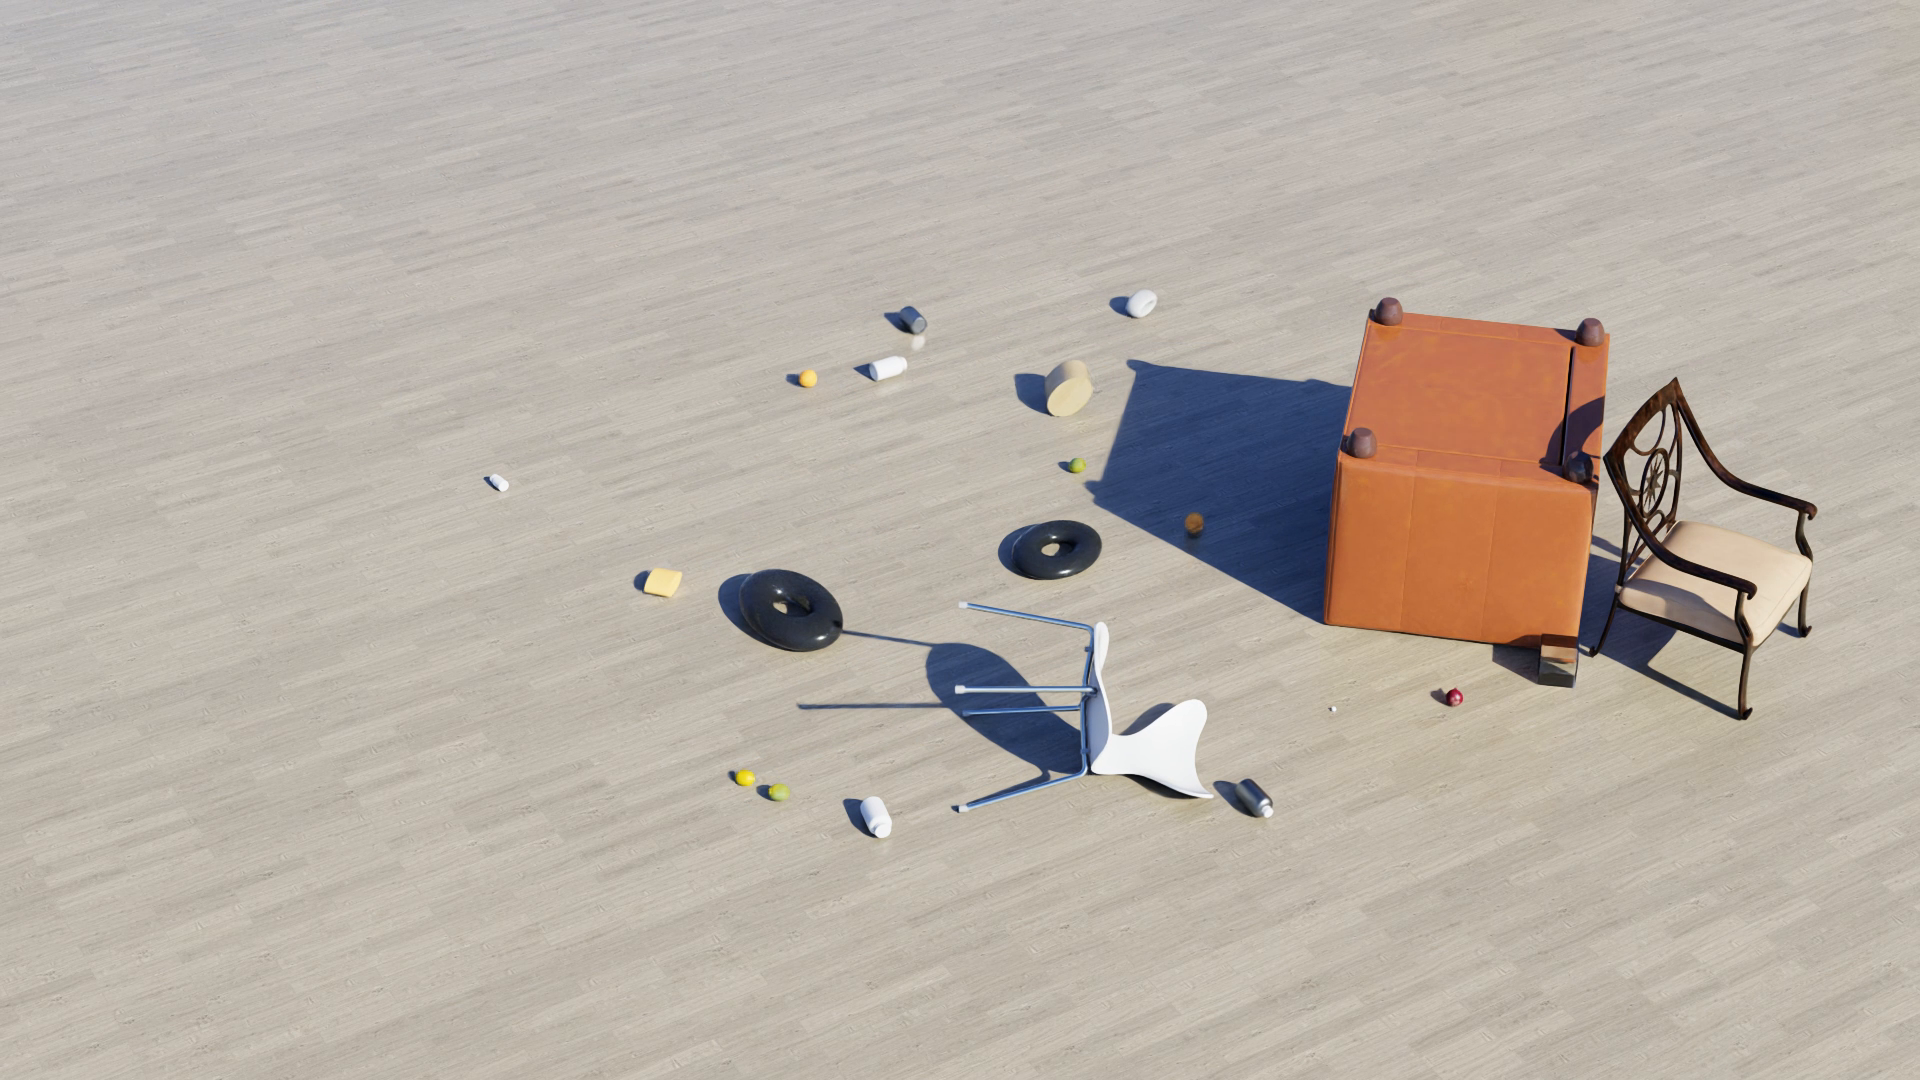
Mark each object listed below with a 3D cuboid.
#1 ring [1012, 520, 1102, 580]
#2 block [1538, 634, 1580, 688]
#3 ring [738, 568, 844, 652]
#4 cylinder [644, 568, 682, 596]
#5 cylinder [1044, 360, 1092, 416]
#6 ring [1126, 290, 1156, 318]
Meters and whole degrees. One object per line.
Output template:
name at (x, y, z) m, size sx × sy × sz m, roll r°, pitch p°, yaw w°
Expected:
ring at (0.358, 0.034, 10.833) m, size 0.314 × 0.066 × 0.389 m, roll 21°, pitch 38°, yaw 28°
block at (2.080, 0.420, 10.196) m, size 0.128 × 0.122 × 0.141 m, roll 6°, pitch 34°, yaw 9°
ring at (-0.604, 0.248, 10.472) m, size 0.324 × 0.109 × 0.506 m, roll -18°, pitch 37°, yaw -27°
cylinder at (-1.079, 0.152, 10.660) m, size 0.092 × 0.058 × 0.130 m, roll 11°, pitch 40°, yaw 16°
cylinder at (0.431, -0.606, 11.704) m, size 0.143 × 0.205 × 0.144 m, roll 38°, pitch 22°, yaw -26°
ring at (0.766, -0.999, 12.378) m, size 0.078 × 0.094 × 0.150 m, roll 34°, pitch 59°, yaw 29°
